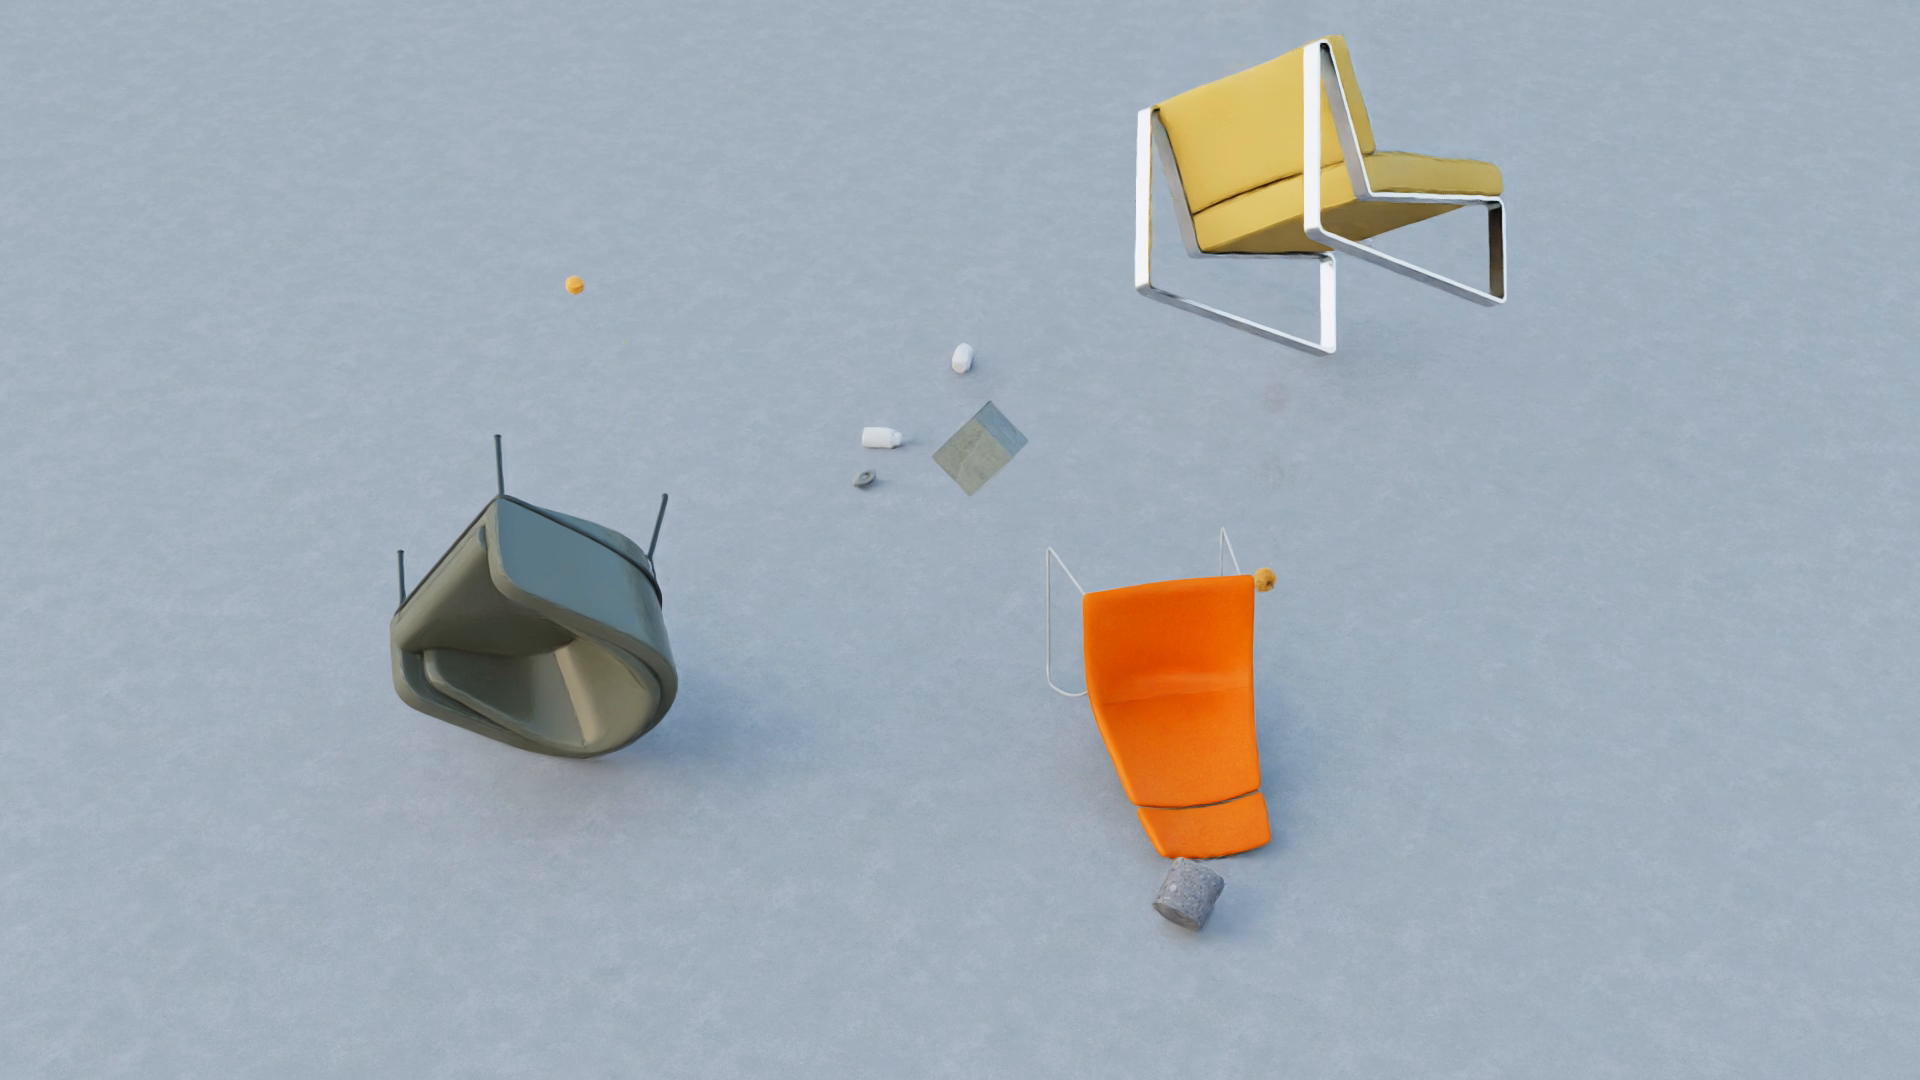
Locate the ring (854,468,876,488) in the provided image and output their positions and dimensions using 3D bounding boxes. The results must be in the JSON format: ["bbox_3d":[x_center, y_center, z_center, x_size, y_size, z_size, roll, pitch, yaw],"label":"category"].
[{"bbox_3d":[-0.366,-0.238,11.259,0.107,0.034,0.057,-33,84,-25],"label":"ring"}]

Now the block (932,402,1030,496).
[{"bbox_3d":[0.074,-0.341,10.972,0.212,0.315,0.121,46,48,-2],"label":"block"}]

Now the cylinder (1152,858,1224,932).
[{"bbox_3d":[0.708,1.097,9.076,0.171,0.162,0.164,24,70,17],"label":"cylinder"}]
